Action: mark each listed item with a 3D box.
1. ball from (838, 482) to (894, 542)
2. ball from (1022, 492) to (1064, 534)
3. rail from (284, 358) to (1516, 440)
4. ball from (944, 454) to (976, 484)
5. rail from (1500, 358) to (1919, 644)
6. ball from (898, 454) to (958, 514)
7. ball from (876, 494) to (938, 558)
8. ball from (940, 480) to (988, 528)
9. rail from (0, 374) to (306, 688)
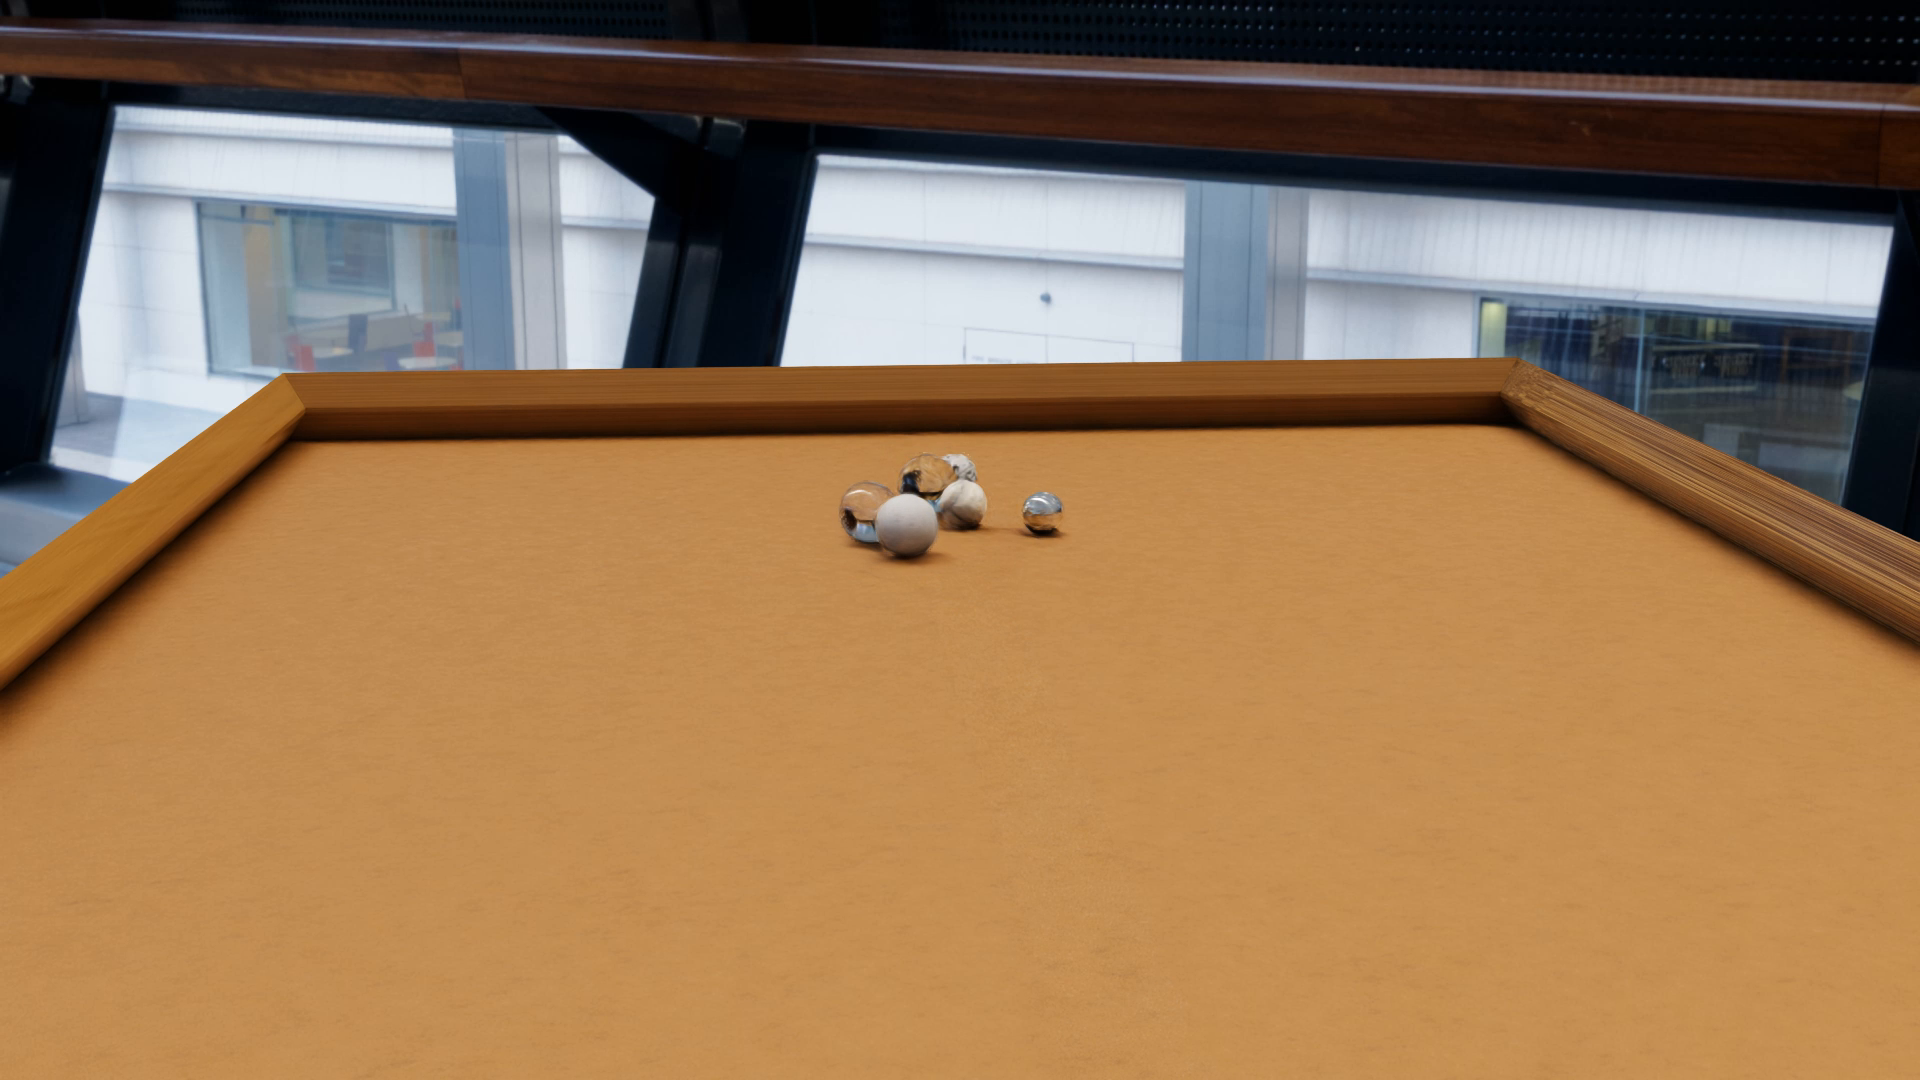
[{"bbox_3d":[-0.130,-0.040,3.157,0.088,0.088,0.088,0,13,0],"label":"ball"},{"bbox_3d":[0.120,-0.039,3.208,0.062,0.062,0.062,0,13,0],"label":"ball"},{"bbox_3d":[-0.082,-0.254,3.980,2.245,0.119,0.045,-1,13,-5],"label":"rail"},{"bbox_3d":[-0.007,-0.103,3.466,0.067,0.067,0.067,0,13,0],"label":"ball"},{"bbox_3d":[1.179,0.194,2.106,0.045,0.119,4.094,-1,13,-5],"label":"rail"},{"bbox_3d":[-0.049,-0.084,3.332,0.092,0.092,0.092,0,13,0],"label":"ball"},{"bbox_3d":[-0.074,-0.020,3.072,0.088,0.088,0.088,0,13,0],"label":"ball"},{"bbox_3d":[0.005,-0.053,3.246,0.071,0.071,0.071,0,13,0],"label":"ball"},{"bbox_3d":[-1.012,0.236,1.932,0.045,0.119,4.094,-1,13,-5],"label":"rail"}]
